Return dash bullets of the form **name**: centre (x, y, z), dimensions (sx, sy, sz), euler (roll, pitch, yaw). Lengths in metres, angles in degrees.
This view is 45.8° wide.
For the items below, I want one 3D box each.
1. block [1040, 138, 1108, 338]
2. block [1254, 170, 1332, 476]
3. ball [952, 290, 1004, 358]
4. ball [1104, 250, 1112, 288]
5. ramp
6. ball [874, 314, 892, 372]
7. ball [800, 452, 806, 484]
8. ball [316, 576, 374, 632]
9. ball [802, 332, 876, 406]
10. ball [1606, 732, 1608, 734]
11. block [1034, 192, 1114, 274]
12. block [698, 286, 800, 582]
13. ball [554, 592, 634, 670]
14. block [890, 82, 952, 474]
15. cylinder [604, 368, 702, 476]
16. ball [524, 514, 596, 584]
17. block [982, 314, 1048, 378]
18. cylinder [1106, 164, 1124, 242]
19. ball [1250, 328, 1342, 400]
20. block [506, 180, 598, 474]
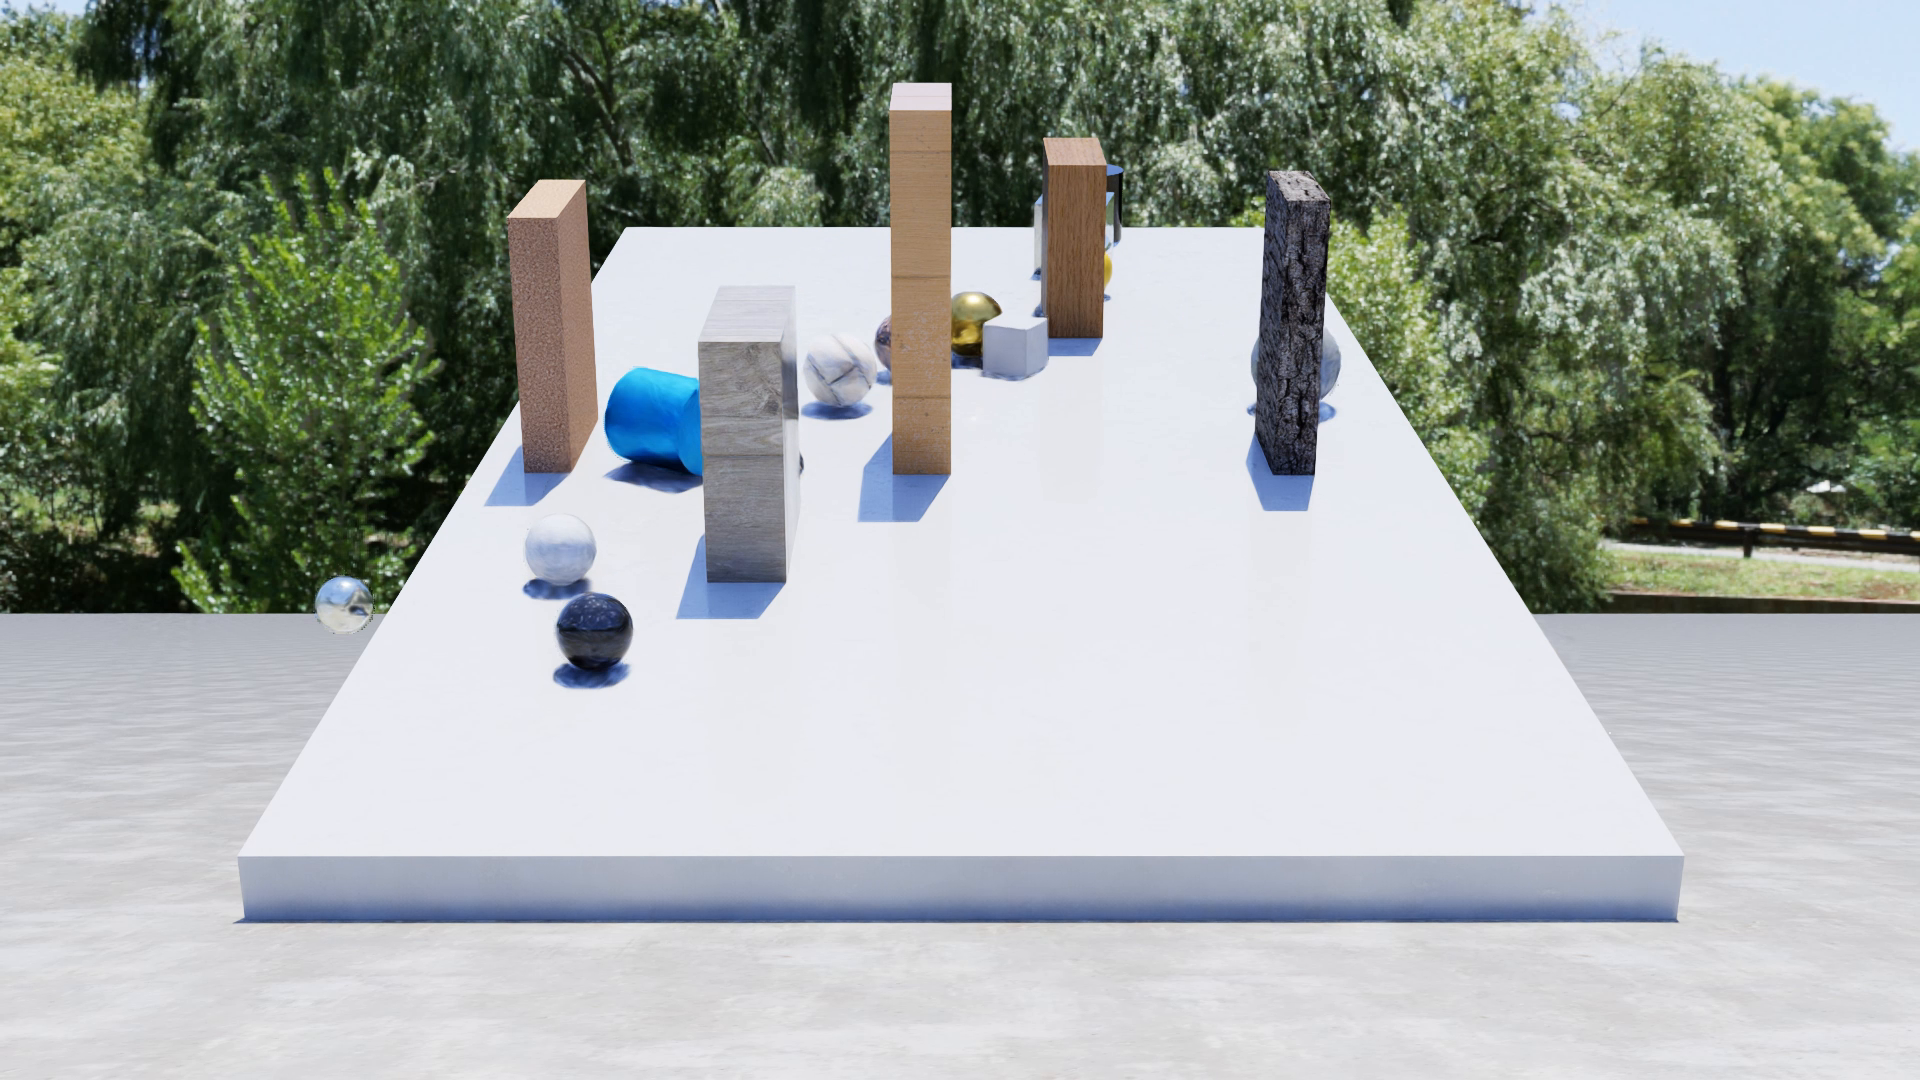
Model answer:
- **block**: centre (0.287, -0.775, 5.791), dimensions (0.142, 0.436, 0.372), euler (0, 20, 0)
- **block**: centre (0.689, -0.454, 4.726), dimensions (0.087, 0.573, 0.302), euler (0, 20, 0)
- **ball**: centre (0.028, -0.523, 5.503), dimensions (0.163, 0.163, 0.163), euler (0, -2, 0)
- **ball**: centre (0.340, -0.724, 6.082), dimensions (0.140, 0.140, 0.140), euler (0, -2, 0)
- **ramp**: centre (-0.005, -0.209, 5.030), dimensions (2.000, 0.100, 4.000), euler (0, 20, 0)
- **ball**: centre (-0.128, -0.464, 5.358), dimensions (0.152, 0.152, 0.152), euler (0, -2, 0)
- **ball**: centre (-0.371, -0.144, 4.526), dimensions (0.126, 0.126, 0.126), euler (0, -2, 0)
- **ball**: centre (-1.672, 0.174, 6.167), dimensions (0.152, 0.152, 0.152), euler (0, -2, 0)
- **ball**: centre (-0.271, -0.384, 5.117), dimensions (0.167, 0.167, 0.167), euler (0, -2, 0)
- **ball**: centre (1.673, 0.550, 6.066), dimensions (0.131, 0.131, 0.131), euler (0, -2, 0)
- **block**: centre (0.321, -0.862, 6.372), dimensions (0.197, 0.197, 0.197), euler (4, 21, 10)
- **block**: centre (-0.386, -0.204, 4.220), dimensions (0.145, 0.451, 0.406), euler (0, 20, 0)
- **ball**: centre (-0.599, 0.150, 3.725), dimensions (0.129, 0.129, 0.129), euler (0, -2, 0)
- **block**: centre (-0.079, -0.545, 4.712), dimensions (0.121, 0.749, 0.336), euler (0, 20, 0)
- **cylinder**: centre (-0.596, -0.245, 4.698), dimensions (0.195, 0.195, 0.195), euler (13, 6, 32)
- **ball**: centre (-0.719, 0.016, 4.087), dimensions (0.129, 0.129, 0.129), euler (0, -2, 0)
- **block**: centre (0.130, -0.465, 5.412), dimensions (0.116, 0.116, 0.116), euler (10, 22, 25)
- **cylinder**: centre (0.380, -0.996, 6.727), dimensions (0.204, 0.204, 0.204), euler (0, 20, 0)
- **ball**: centre (0.755, -0.400, 5.112), dimensions (0.203, 0.203, 0.203), euler (0, -2, 0)
- **block**: centre (-0.851, -0.454, 4.775), dimensions (0.099, 0.535, 0.379), euler (0, 20, 0)
